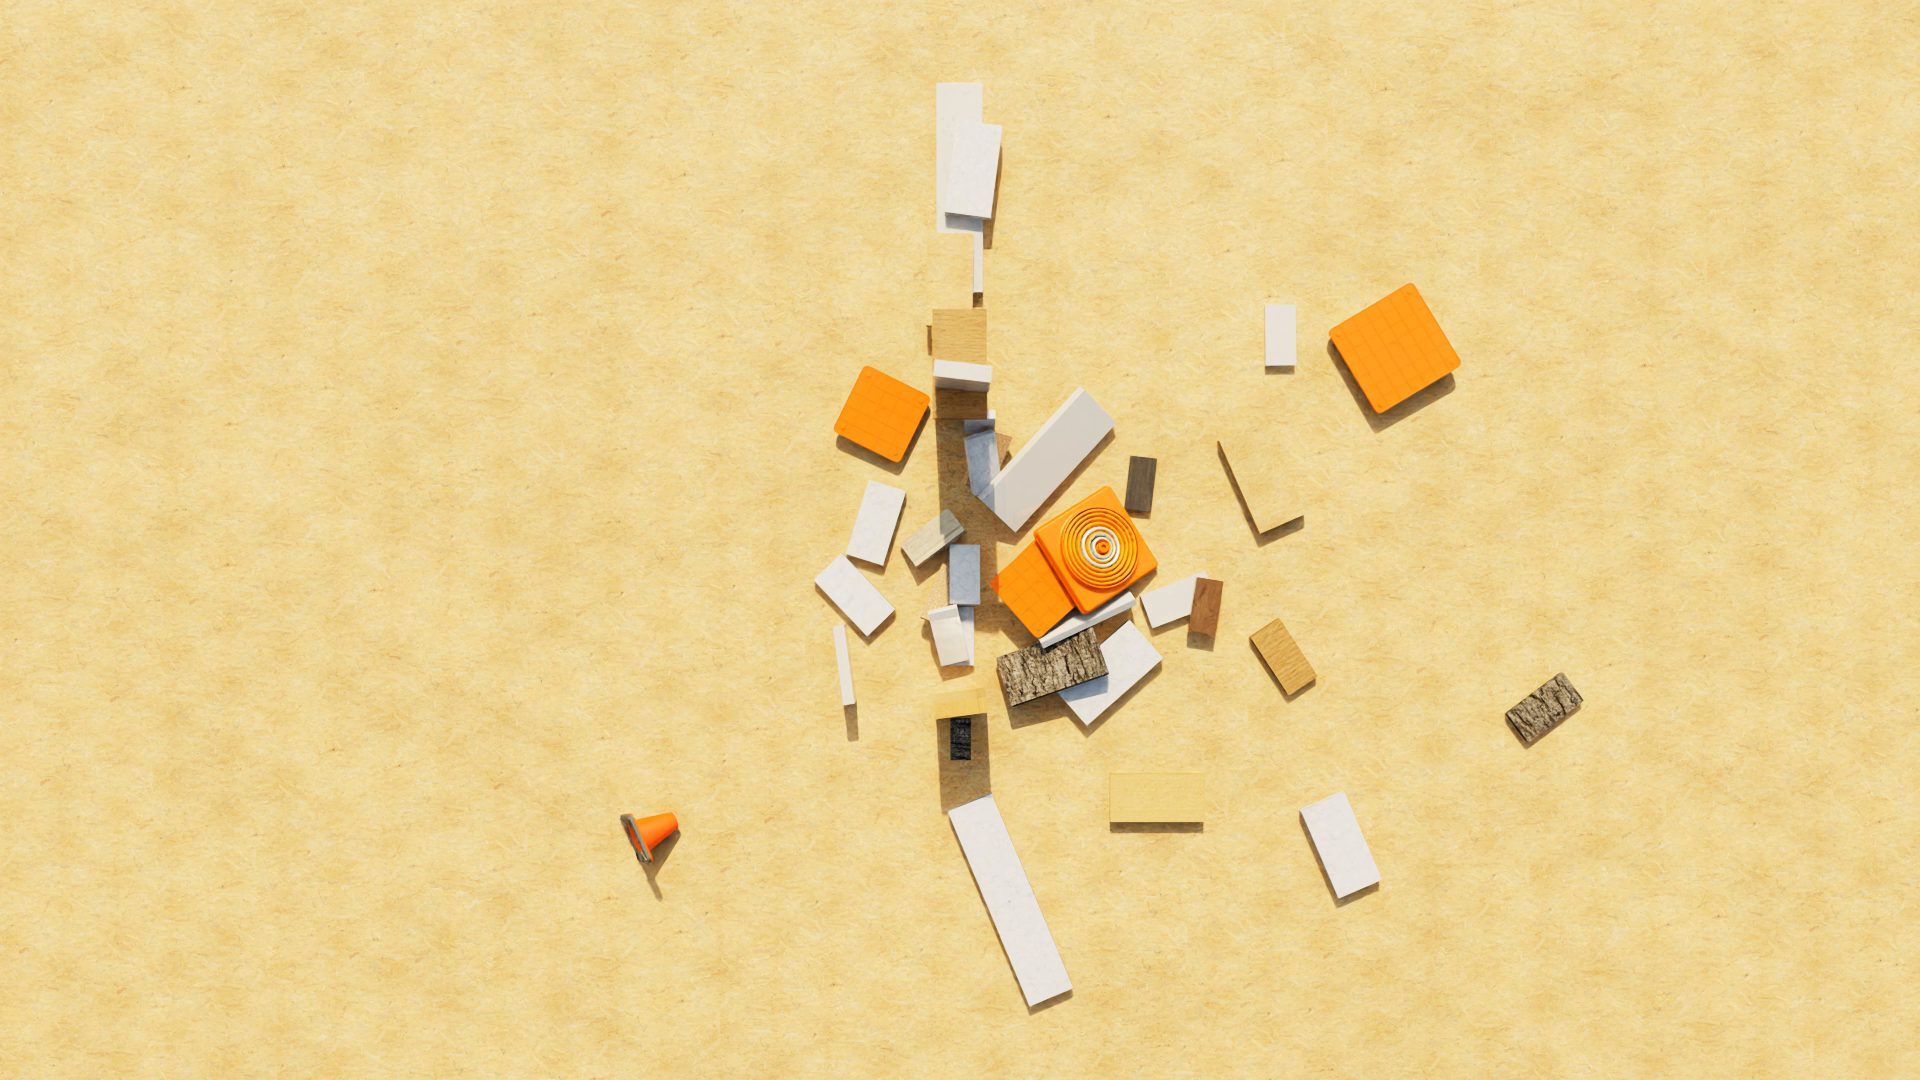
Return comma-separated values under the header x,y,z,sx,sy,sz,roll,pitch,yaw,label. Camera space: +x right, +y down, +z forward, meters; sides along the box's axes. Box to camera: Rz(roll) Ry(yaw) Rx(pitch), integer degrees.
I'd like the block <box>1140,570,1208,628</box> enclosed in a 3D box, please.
x,y,z,sx,sy,sz,roll,pitch,yaw,label
0.726,0.197,5.484,0.230,0.033,0.115,-21,90,0,block

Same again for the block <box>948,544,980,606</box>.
x,y,z,sx,sy,sz,roll,pitch,yaw,label
0.015,0.116,5.456,0.100,0.028,0.201,1,75,-5,block

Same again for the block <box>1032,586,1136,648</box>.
x,y,z,sx,sy,sz,roll,pitch,yaw,label
0.412,0.254,5.446,0.341,0.090,0.025,-25,122,-3,block

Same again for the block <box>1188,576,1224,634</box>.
x,y,z,sx,sy,sz,roll,pitch,yaw,label
0.812,0.217,5.455,0.090,0.025,0.179,9,90,0,block

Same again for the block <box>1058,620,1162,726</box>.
x,y,z,sx,sy,sz,roll,pitch,yaw,label
0.490,0.439,5.476,0.337,0.048,0.168,-41,90,0,block

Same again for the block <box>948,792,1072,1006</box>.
x,y,z,sx,sy,sz,roll,pitch,yaw,label
0.168,1.191,5.478,0.156,0.044,0.697,-23,90,0,block

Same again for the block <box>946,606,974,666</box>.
x,y,z,sx,sy,sz,roll,pitch,yaw,label
-0.002,0.319,5.486,0.097,0.028,0.194,0,90,0,block

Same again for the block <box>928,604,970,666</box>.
x,y,z,sx,sy,sz,roll,pitch,yaw,label
-0.037,0.313,5.422,0.097,0.028,0.194,-14,113,0,block

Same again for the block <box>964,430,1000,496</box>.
x,y,z,sx,sy,sz,roll,pitch,yaw,label
0.076,-0.254,5.403,0.100,0.028,0.201,-19,120,-18,block

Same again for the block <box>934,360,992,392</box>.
x,y,z,sx,sy,sz,roll,pitch,yaw,label
0.008,-0.490,4.945,0.168,0.337,0.048,7,90,0,block

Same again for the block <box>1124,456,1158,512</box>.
x,y,z,sx,sy,sz,roll,pitch,yaw,label
0.600,-0.187,5.487,0.090,0.025,0.179,7,90,0,block

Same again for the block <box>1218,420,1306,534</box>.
x,y,z,sx,sy,sz,roll,pitch,yaw,label
1.002,-0.209,5.476,0.168,0.048,0.337,-24,90,0,block

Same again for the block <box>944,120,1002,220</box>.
x,y,z,sx,sy,sz,roll,pitch,yaw,label
0.044,-1.219,5.435,0.152,0.043,0.304,7,90,0,block

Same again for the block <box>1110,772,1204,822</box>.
x,y,z,sx,sy,sz,roll,pitch,yaw,label
0.654,0.854,5.478,0.312,0.044,0.156,0,90,0,block

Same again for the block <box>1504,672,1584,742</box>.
x,y,z,sx,sy,sz,roll,pitch,yaw,label
1.943,0.555,5.484,0.230,0.033,0.115,-37,90,0,block

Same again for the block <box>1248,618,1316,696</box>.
x,y,z,sx,sy,sz,roll,pitch,yaw,label
1.075,0.387,5.484,0.115,0.033,0.230,-33,90,0,block

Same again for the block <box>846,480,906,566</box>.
x,y,z,sx,sy,sz,roll,pitch,yaw,label
-0.279,-0.058,5.482,0.129,0.036,0.257,17,90,0,block

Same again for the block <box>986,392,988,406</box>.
x,y,z,sx,sy,sz,roll,pitch,yaw,label
0.001,-0.444,5.331,0.169,0.338,0.048,1,90,0,block

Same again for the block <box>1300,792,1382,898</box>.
x,y,z,sx,sy,sz,roll,pitch,yaw,label
1.263,1.011,5.478,0.156,0.044,0.312,-23,90,0,block

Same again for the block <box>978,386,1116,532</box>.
x,y,z,sx,sy,sz,roll,pitch,yaw,label
0.288,-0.265,5.442,0.494,0.048,0.168,-47,115,0,block

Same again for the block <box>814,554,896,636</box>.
x,y,z,sx,sy,sz,roll,pitch,yaw,label
-0.350,0.181,5.482,0.129,0.036,0.257,-44,90,0,block

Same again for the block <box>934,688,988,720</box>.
x,y,z,sx,sy,sz,roll,pitch,yaw,label
0.002,0.526,5.332,0.168,0.337,0.048,-7,90,0,block

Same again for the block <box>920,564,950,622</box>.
x,y,z,sx,sy,sz,roll,pitch,yaw,label
-0.050,0.187,5.463,0.097,0.028,0.194,22,76,1,block

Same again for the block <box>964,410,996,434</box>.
x,y,z,sx,sy,sz,roll,pitch,yaw,label
0.064,-0.386,5.399,0.100,0.201,0.028,0,79,0,block

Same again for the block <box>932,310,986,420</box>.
x,y,z,sx,sy,sz,roll,pitch,yaw,label
-0.001,-0.546,5.138,0.169,0.048,0.338,0,90,0,block

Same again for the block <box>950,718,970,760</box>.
x,y,z,sx,sy,sz,roll,pitch,yaw,label
0.002,0.648,5.357,0.067,0.019,0.133,0,90,0,block

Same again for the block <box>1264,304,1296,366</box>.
x,y,z,sx,sy,sz,roll,pitch,yaw,label
1.064,-0.680,5.486,0.100,0.028,0.201,-1,90,0,block

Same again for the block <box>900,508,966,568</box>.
x,y,z,sx,sy,sz,roll,pitch,yaw,label
-0.089,-0.006,5.468,0.201,0.028,0.100,-37,68,0,block

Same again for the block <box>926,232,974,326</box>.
x,y,z,sx,sy,sz,roll,pitch,yaw,label
-0.034,-0.856,5.435,0.152,0.043,0.304,1,90,0,block

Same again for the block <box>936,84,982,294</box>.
x,y,z,sx,sy,sz,roll,pitch,yaw,label
-0.001,-1.166,5.478,0.152,0.043,0.691,0,90,0,block

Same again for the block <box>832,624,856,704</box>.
x,y,z,sx,sy,sz,roll,pitch,yaw,label
-0.379,0.408,5.436,0.036,0.129,0.257,-8,90,0,block

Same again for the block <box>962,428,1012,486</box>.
x,y,z,sx,sy,sz,roll,pitch,yaw,label
0.089,-0.265,5.439,0.100,0.028,0.201,14,106,-31,block

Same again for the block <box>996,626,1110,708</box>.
x,y,z,sx,sy,sz,roll,pitch,yaw,label
0.305,0.416,5.442,0.337,0.048,0.168,-20,77,5,block
